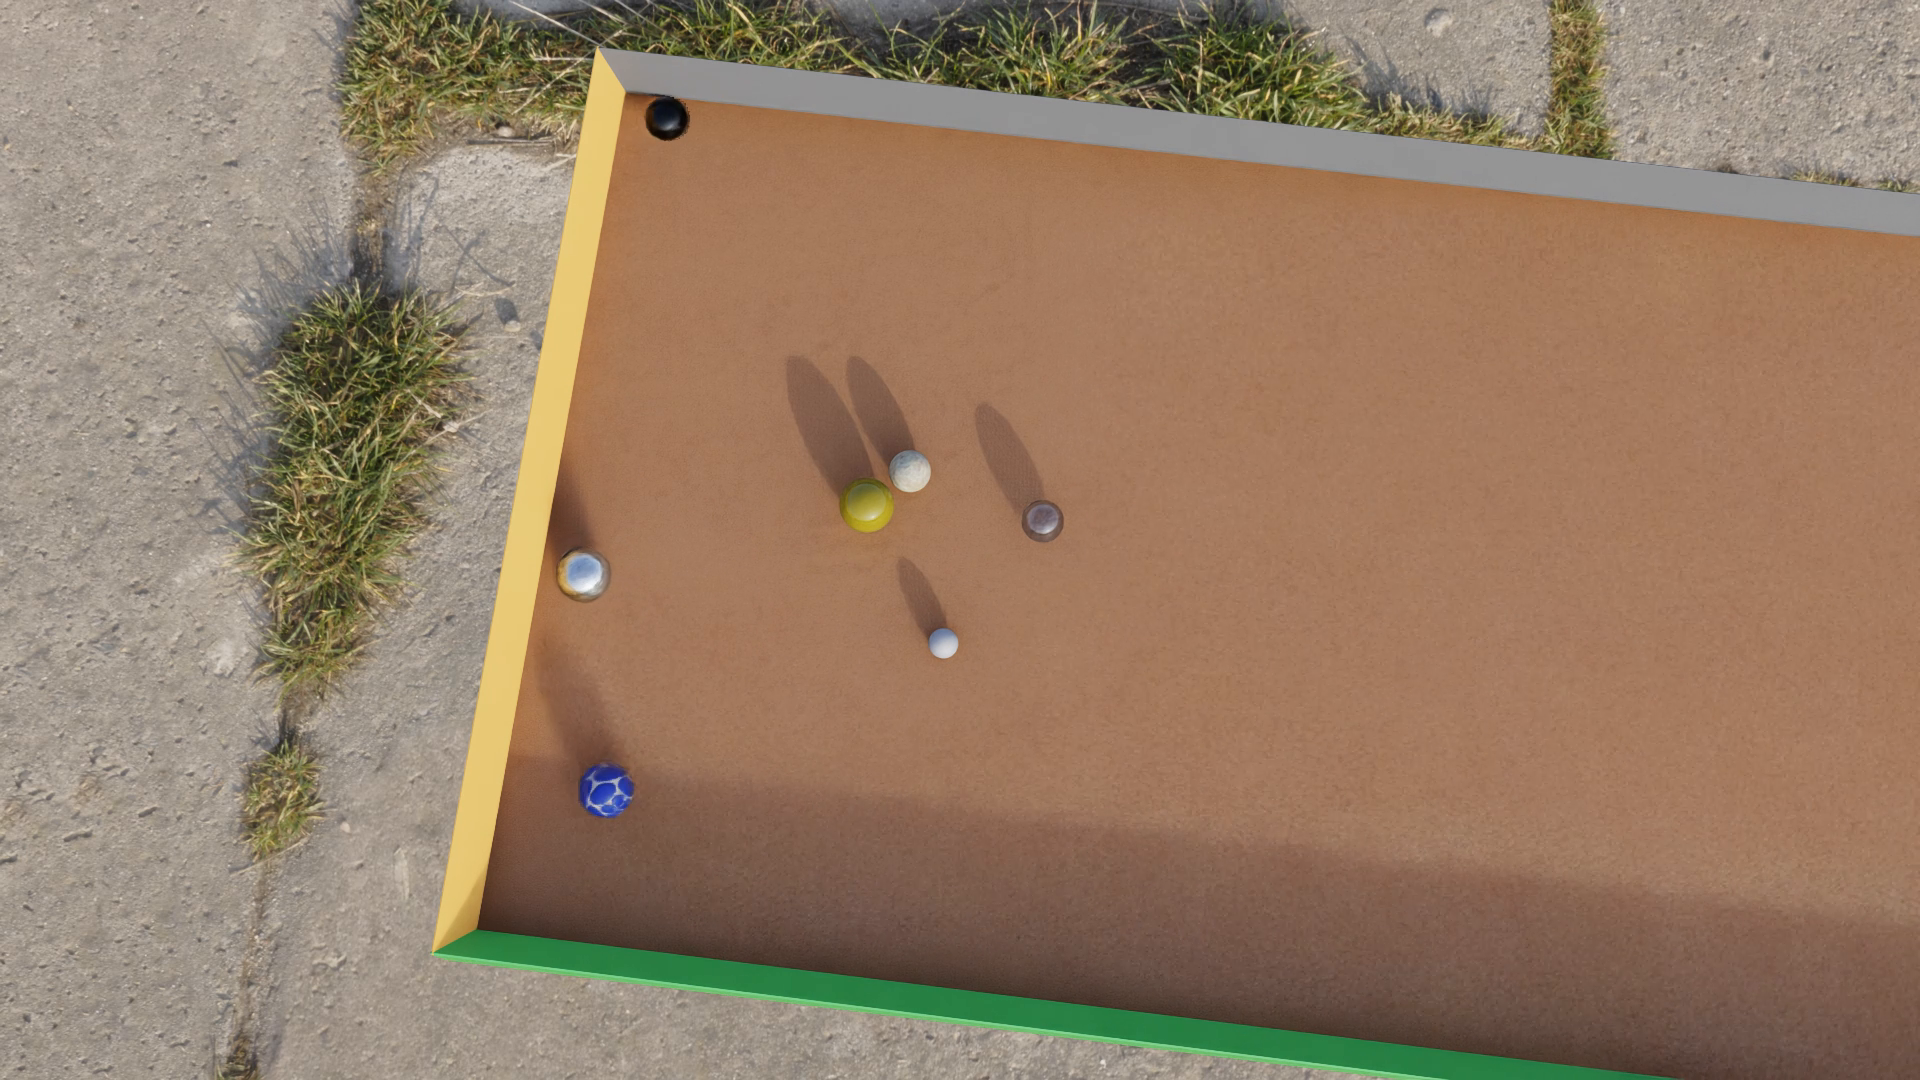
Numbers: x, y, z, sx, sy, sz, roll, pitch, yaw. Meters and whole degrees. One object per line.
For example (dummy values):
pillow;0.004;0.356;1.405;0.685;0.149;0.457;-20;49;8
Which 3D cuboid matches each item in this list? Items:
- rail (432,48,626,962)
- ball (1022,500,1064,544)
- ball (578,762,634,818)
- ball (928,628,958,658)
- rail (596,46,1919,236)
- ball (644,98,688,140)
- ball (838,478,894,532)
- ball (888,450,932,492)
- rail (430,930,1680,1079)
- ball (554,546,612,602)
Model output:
rail;-0.640;-0.081;3.351;0.045;0.110;1.429;7;75;2
ball;0.126;-0.029;3.360;0.066;0.066;0.066;0;75;0
ball;-0.522;0.369;3.245;0.080;0.080;0.080;0;75;0
ball;-0.025;0.156;3.320;0.046;0.046;0.046;0;75;0
rail;0.747;-0.589;3.488;2.673;0.110;0.045;7;75;2
ball;-0.472;-0.677;3.534;0.069;0.069;0.069;0;75;0
ball;-0.142;-0.053;3.357;0.085;0.085;0.085;0;75;0
ball;-0.077;-0.106;3.381;0.065;0.065;0.065;0;75;0
rail;0.579;0.735;3.130;2.673;0.110;0.045;7;75;2
ball;-0.570;0.052;3.329;0.085;0.085;0.085;0;75;0
